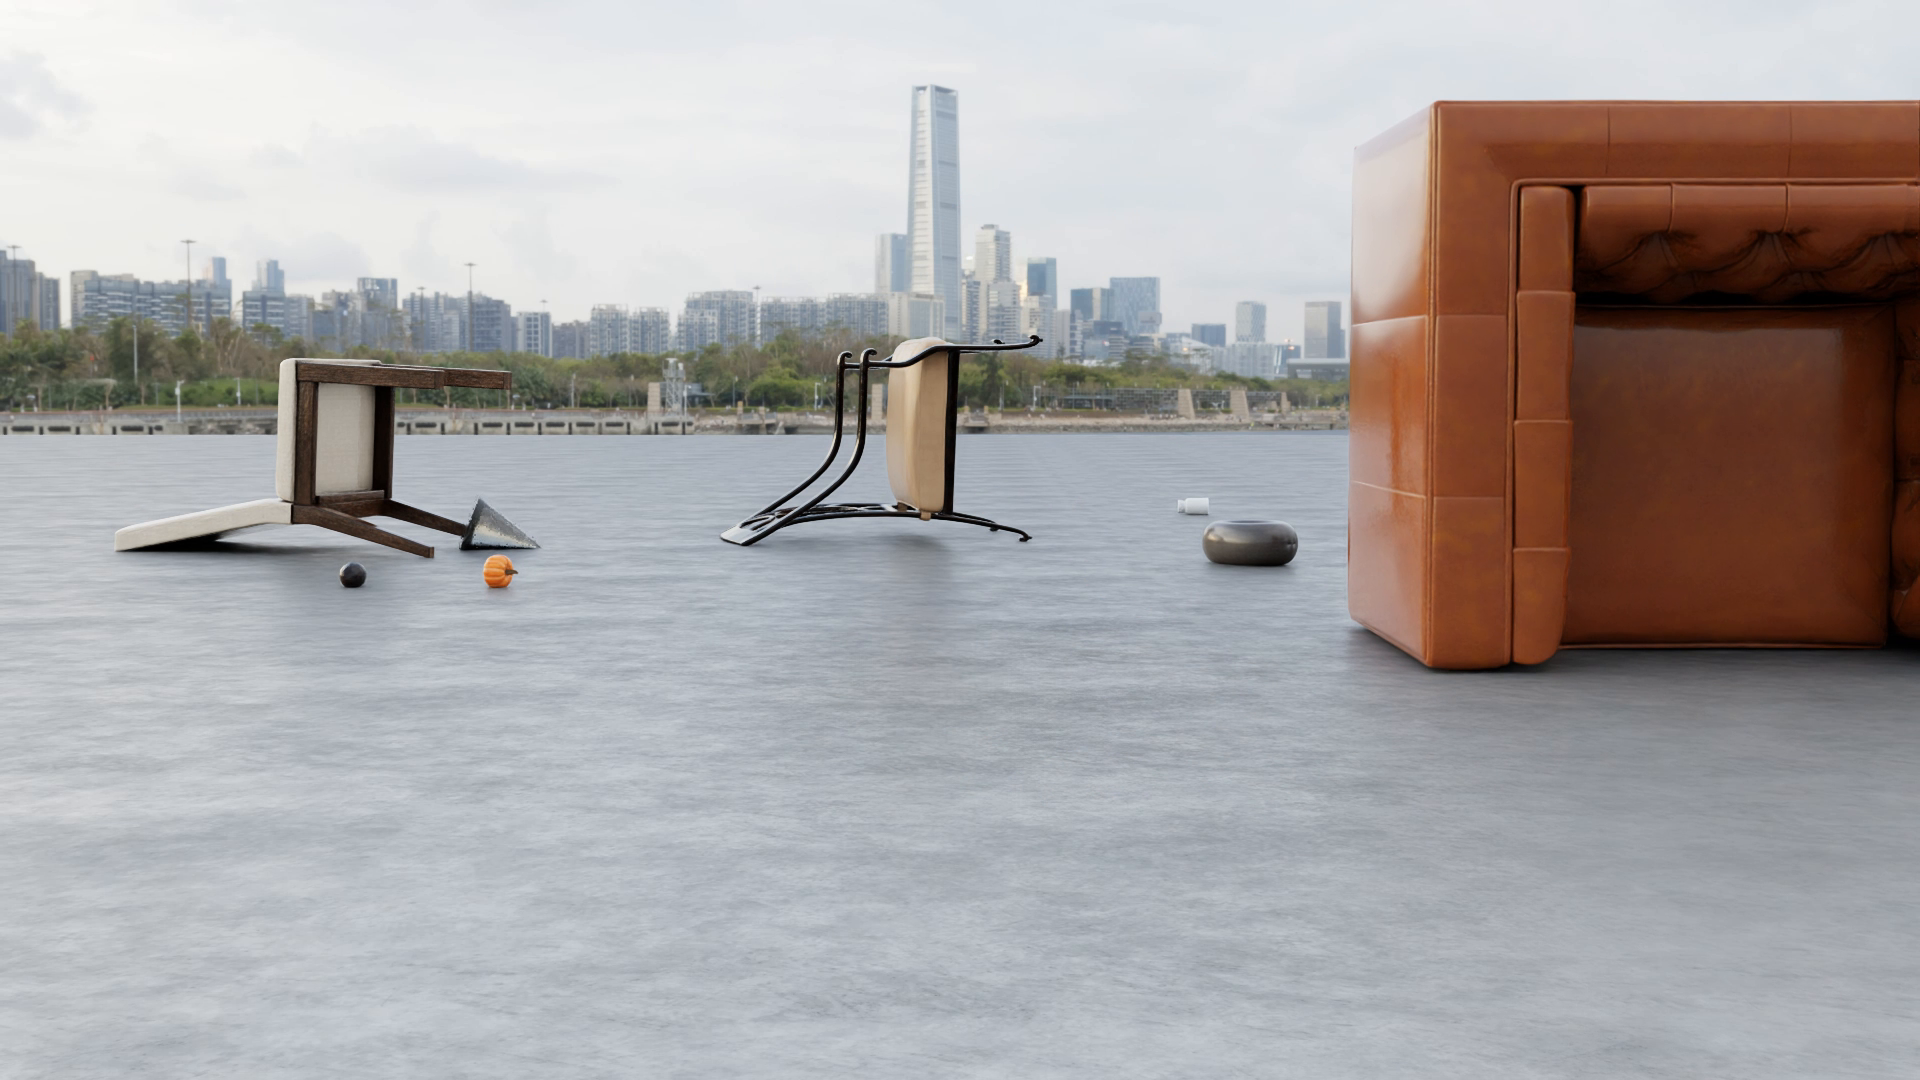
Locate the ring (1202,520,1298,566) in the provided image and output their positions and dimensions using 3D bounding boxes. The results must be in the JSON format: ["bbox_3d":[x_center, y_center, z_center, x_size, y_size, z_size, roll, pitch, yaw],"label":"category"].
[{"bbox_3d":[0.746,0.007,5.663,0.182,0.109,0.289,-6,5,-40],"label":"ring"}]

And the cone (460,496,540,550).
[{"bbox_3d":[-1.275,-0.012,6.177,0.212,0.159,0.162,20,37,-11],"label":"cone"}]
